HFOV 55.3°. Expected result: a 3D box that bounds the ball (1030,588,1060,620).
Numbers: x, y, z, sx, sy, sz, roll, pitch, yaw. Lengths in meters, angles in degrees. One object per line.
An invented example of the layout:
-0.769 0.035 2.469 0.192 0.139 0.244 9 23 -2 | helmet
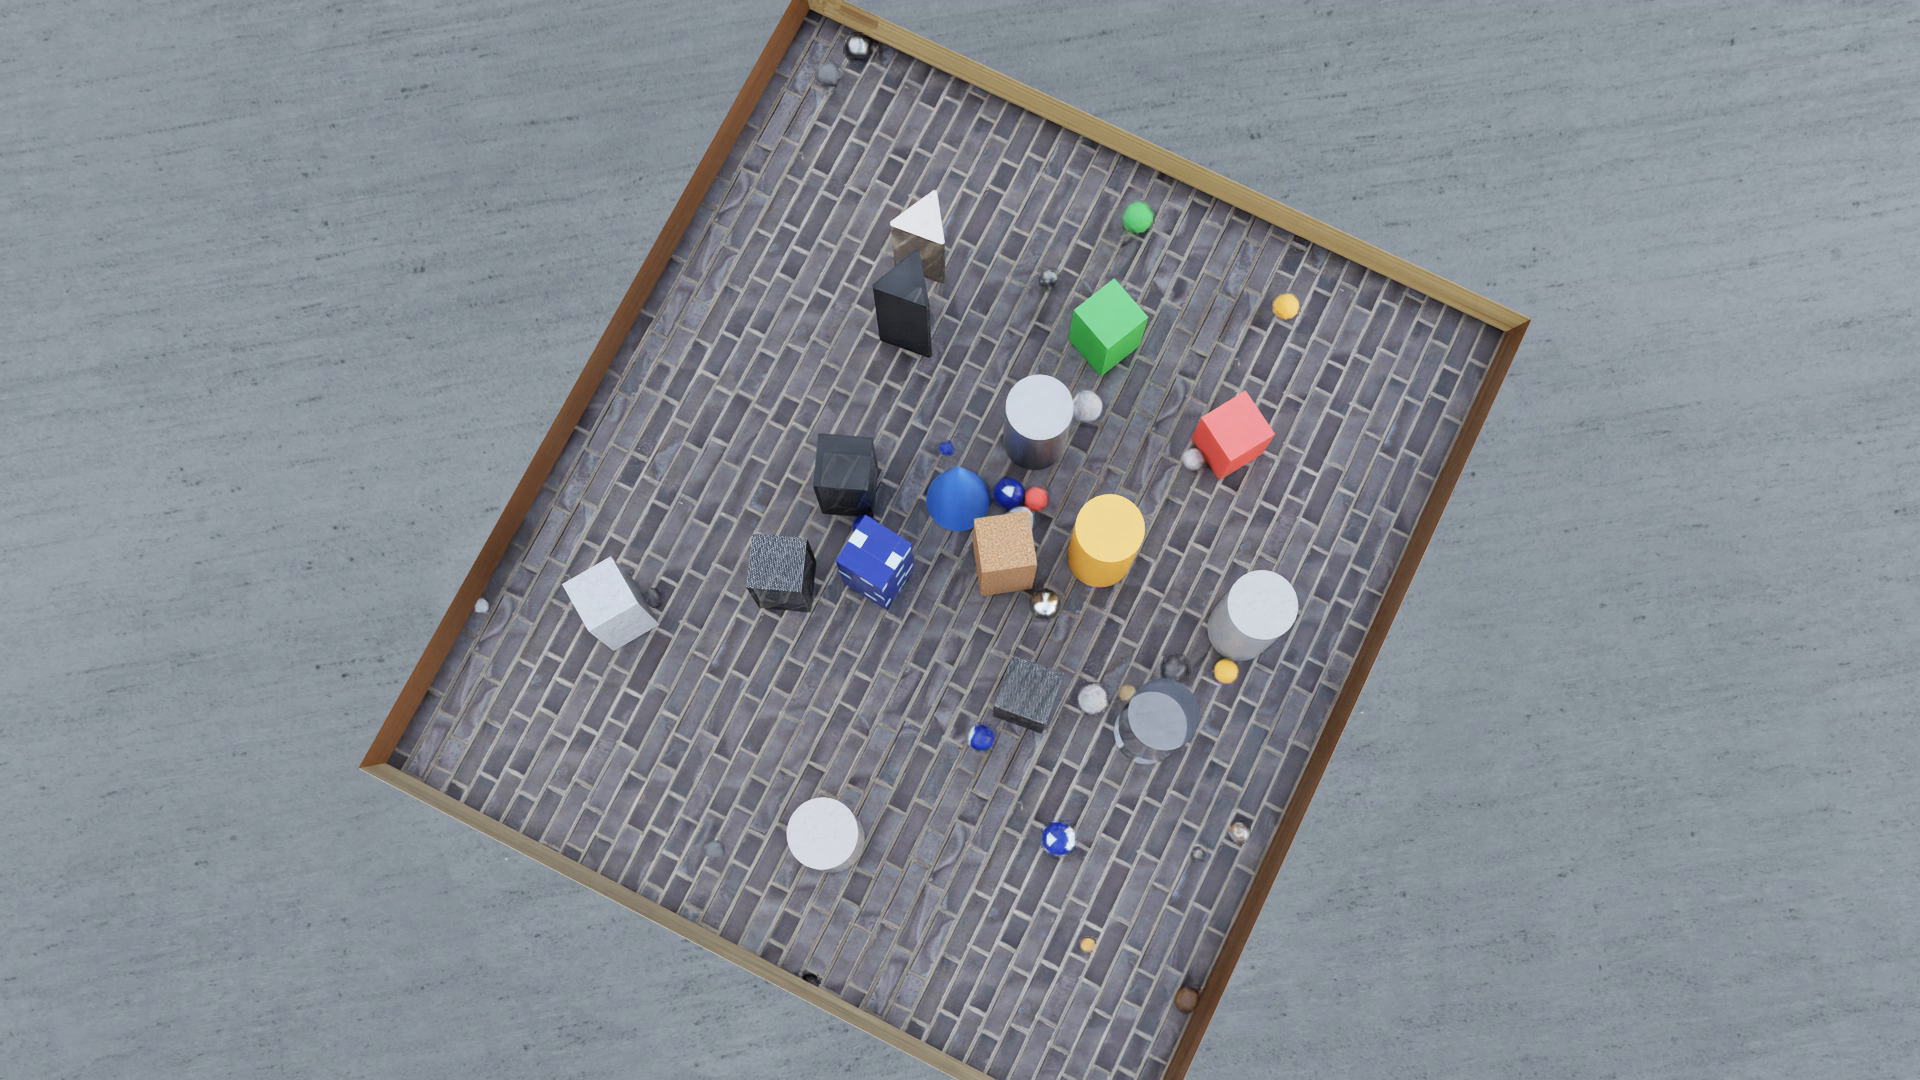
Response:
0.256 0.194 5.528 0.095 0.095 0.095 0 78 0 | ball

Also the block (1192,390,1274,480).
0.826 -0.315 5.559 0.158 0.241 0.158 -31 80 -6 | block

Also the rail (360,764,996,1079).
-0.616 1.212 5.299 2.528 0.129 0.045 26 80 5 | rail

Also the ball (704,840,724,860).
-0.726 0.912 5.399 0.057 0.057 0.057 0 78 0 | ball

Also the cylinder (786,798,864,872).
-0.381 0.849 5.254 0.198 0.367 0.198 0 78 0 | cylinder

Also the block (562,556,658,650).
-1.021 0.191 5.382 0.158 0.382 0.158 -30 80 -6 | block

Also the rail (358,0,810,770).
-1.110 -0.536 5.661 0.045 0.129 2.800 26 80 5 | rail

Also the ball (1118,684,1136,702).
0.503 0.460 5.494 0.054 0.054 0.054 0 78 0 | ball

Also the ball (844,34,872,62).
-0.329 -1.586 5.901 0.086 0.086 0.086 0 78 0 | ball

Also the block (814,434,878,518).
-0.338 -0.189 5.469 0.158 0.366 0.158 4 78 1 | block

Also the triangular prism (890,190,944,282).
-0.101 -0.943 5.635 0.171 0.346 0.148 21 79 4 | triangular prism

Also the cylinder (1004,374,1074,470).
0.232 -0.349 5.503 0.198 0.364 0.198 0 78 0 | cylinder

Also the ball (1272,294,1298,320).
1.017 -0.730 5.726 0.081 0.081 0.081 0 78 0 | ball

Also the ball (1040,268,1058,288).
0.279 -0.822 5.757 0.059 0.059 0.059 0 78 0 | ball

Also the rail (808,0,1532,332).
0.616 -1.199 5.798 2.528 0.129 0.045 26 80 5 | rail

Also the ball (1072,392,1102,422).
0.390 -0.410 5.652 0.098 0.098 0.098 0 78 0 | ball

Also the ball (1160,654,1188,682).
0.642 0.387 5.493 0.086 0.086 0.086 0 78 0 | ball

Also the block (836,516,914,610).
-0.247 0.070 5.420 0.158 0.356 0.158 32 80 6 | block

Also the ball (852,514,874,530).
-0.290 -0.041 5.586 0.076 0.076 0.076 0 78 0 | ball

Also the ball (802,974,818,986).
-0.436 1.283 5.327 0.047 0.047 0.047 0 78 0 | ball

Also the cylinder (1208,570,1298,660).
0.849 0.225 5.349 0.198 0.433 0.198 0 78 0 | cylinder

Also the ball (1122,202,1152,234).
0.559 -1.015 5.778 0.096 0.096 0.096 0 78 0 | ball

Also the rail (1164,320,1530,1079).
1.110 0.550 5.436 0.045 0.129 2.800 26 80 5 | rail

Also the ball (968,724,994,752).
0.064 0.590 5.454 0.079 0.079 0.079 0 78 0 | ball

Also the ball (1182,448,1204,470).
0.718 -0.247 5.634 0.066 0.066 0.066 0 78 0 | ball

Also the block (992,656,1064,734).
0.198 0.457 5.391 0.158 0.257 0.158 20 79 4 | block

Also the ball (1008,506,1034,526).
0.183 -0.060 5.584 0.088 0.088 0.088 0 78 0 | ball

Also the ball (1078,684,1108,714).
0.397 0.476 5.473 0.087 0.087 0.087 0 78 0 | ball

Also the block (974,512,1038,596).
0.130 0.044 5.409 0.158 0.389 0.158 -8 78 -2 | block

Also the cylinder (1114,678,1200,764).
0.561 0.527 5.268 0.198 0.470 0.198 0 78 0 | cylinder

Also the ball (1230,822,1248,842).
0.822 0.863 5.409 0.056 0.056 0.056 0 78 0 | ball

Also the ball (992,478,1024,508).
0.148 -0.144 5.597 0.096 0.096 0.096 0 78 0 | ball

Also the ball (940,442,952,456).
-0.043 -0.283 5.653 0.043 0.043 0.043 0 78 0 | ball

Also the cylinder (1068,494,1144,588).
0.427 0.007 5.409 0.198 0.403 0.198 0 78 0 | cylinder

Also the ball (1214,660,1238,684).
0.797 0.393 5.498 0.072 0.072 0.072 0 78 0 | ball

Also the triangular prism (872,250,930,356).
-0.147 -0.720 5.517 0.171 0.487 0.148 19 79 4 | triangular prism

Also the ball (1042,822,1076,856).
0.289 0.878 5.384 0.099 0.099 0.099 0 78 0 | ball

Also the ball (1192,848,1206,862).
0.703 0.927 5.403 0.042 0.042 0.042 0 78 0 | ball

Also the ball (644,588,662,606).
-0.928 0.173 5.553 0.054 0.054 0.054 0 78 0 | ball

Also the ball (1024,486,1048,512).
0.232 -0.125 5.604 0.075 0.075 0.075 0 78 0 | ball

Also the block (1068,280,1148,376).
0.451 -0.647 5.607 0.158 0.280 0.158 -39 81 -7 | block

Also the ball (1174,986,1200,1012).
0.659 1.328 5.304 0.074 0.074 0.074 0 78 0 | ball

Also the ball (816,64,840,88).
-0.422 -1.494 5.888 0.075 0.075 0.075 0 78 0 | ball

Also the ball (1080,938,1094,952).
0.373 1.183 5.350 0.042 0.042 0.042 0 78 0 | ball

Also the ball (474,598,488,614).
-1.452 0.199 5.552 0.046 0.046 0.046 0 78 0 | ball

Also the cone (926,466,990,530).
-0.005 -0.168 5.431 0.198 0.432 0.198 0 78 0 | cone

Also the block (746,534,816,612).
-0.524 0.101 5.415 0.158 0.354 0.158 5 78 1 | block
